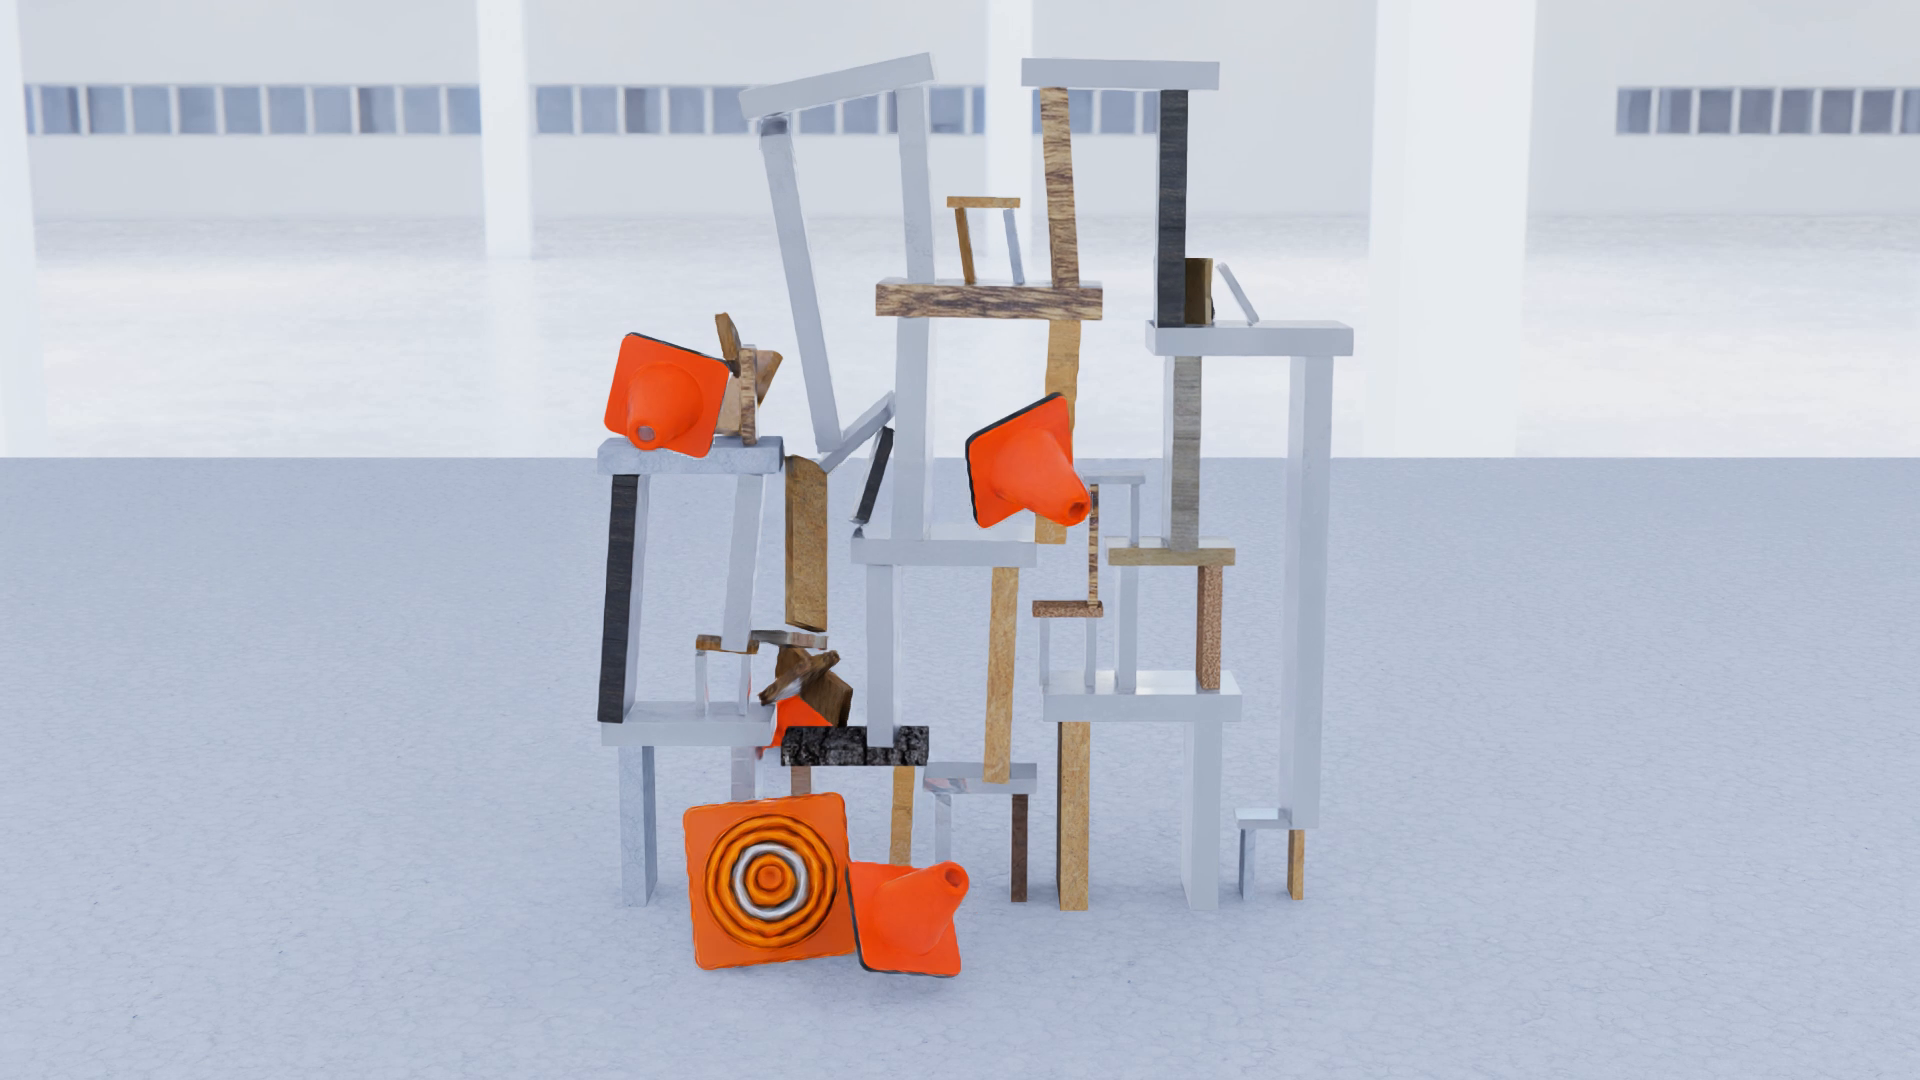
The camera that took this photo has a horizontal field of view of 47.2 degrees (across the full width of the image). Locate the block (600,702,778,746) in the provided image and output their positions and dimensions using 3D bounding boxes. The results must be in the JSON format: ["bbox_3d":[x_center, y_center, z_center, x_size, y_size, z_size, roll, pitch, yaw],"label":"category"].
[{"bbox_3d":[-0.443,0.301,3.618,0.274,0.039,0.137,0,11,0],"label":"block"}]

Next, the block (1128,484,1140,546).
[{"bbox_3d":[0.281,-0.045,3.552,0.014,0.099,0.050,-1,10,0],"label":"block"}]

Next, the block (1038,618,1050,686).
[{"bbox_3d":[0.137,0.176,3.596,0.016,0.113,0.057,0,11,0],"label":"block"}]

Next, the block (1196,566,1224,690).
[{"bbox_3d":[0.406,0.132,3.587,0.029,0.203,0.102,0,10,0],"label":"block"}]

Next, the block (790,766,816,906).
[{"bbox_3d":[-0.260,0.472,3.650,0.034,0.238,0.119,1,11,0],"label":"block"}]

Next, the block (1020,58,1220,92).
[{"bbox_3d":[0.246,-0.723,3.419,0.301,0.043,0.150,1,11,1],"label":"block"}]

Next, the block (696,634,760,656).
[{"bbox_3d":[-0.380,0.171,3.599,0.101,0.014,0.050,6,10,-3],"label":"block"}]

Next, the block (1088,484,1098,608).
[{"bbox_3d":[0.215,0.006,3.561,0.014,0.202,0.050,0,11,0],"label":"block"}]

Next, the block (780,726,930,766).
[{"bbox_3d":[-0.171,0.339,3.623,0.238,0.034,0.119,0,11,1],"label":"block"}]

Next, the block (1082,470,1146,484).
[{"bbox_3d":[0.247,-0.101,3.541,0.099,0.014,0.050,0,11,0],"label":"block"}]

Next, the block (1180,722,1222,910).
[{"bbox_3d":[0.399,0.434,3.637,0.045,0.319,0.159,0,10,0],"label":"block"}]

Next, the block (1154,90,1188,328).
[{"bbox_3d":[0.331,-0.522,3.461,0.043,0.363,0.150,1,11,3],"label":"block"}]

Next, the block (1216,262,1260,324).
[{"bbox_3d":[0.440,-0.391,3.487,0.015,0.104,0.052,-32,10,6],"label":"block"}]

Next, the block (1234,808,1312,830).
[{"bbox_3d":[0.518,0.461,3.643,0.122,0.017,0.061,0,10,0],"label":"block"}]

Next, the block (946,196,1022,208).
[{"bbox_3d":[0.038,-0.532,3.468,0.115,0.016,0.058,1,10,3],"label":"block"}]

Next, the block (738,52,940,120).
[{"bbox_3d":[-0.186,-0.707,3.429,0.299,0.042,0.149,-11,10,4],"label":"block"}]

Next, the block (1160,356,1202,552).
[{"bbox_3d":[0.355,-0.148,3.530,0.044,0.310,0.155,0,10,-1],"label":"block"}]

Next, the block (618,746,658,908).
[{"bbox_3d":[-0.534,0.455,3.647,0.039,0.274,0.137,0,11,0],"label":"block"}]

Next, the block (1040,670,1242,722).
[{"bbox_3d":[0.293,0.255,3.604,0.319,0.045,0.159,0,11,0],"label":"block"}]

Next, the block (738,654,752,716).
[{"bbox_3d":[-0.352,0.232,3.605,0.014,0.101,0.050,5,9,-1],"label":"block"}]

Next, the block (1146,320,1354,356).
[{"bbox_3d":[0.457,-0.322,3.498,0.310,0.044,0.155,0,10,-1],"label":"block"}]

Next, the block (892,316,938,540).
[{"bbox_3d":[-0.072,-0.189,3.535,0.050,0.352,0.176,3,11,4],"label":"block"}]

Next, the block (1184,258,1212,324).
[{"bbox_3d":[0.376,-0.395,3.491,0.015,0.103,0.052,-9,14,-40],"label":"block"}]

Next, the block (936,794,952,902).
[{"bbox_3d":[-0.027,0.497,3.657,0.026,0.186,0.093,0,11,0],"label":"block"}]

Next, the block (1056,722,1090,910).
[{"bbox_3d":[0.186,0.434,3.637,0.045,0.319,0.159,0,11,0],"label":"block"}]

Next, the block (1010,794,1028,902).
[{"bbox_3d":[0.098,0.497,3.657,0.026,0.186,0.093,0,11,0],"label":"block"}]

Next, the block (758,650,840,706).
[{"bbox_3d":[-0.266,0.227,3.628,0.072,0.021,0.145,-15,-17,-44],"label":"block"}]

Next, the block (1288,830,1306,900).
[{"bbox_3d":[0.559,0.530,3.657,0.017,0.122,0.061,0,10,0],"label":"block"}]

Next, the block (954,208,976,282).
[{"bbox_3d":[0.008,-0.468,3.481,0.016,0.115,0.058,-8,9,4],"label":"block"}]

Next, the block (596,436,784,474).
[{"bbox_3d":[-0.431,-0.137,3.541,0.287,0.041,0.144,-1,10,-2],"label":"block"}]

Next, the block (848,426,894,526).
[{"bbox_3d":[-0.142,-0.103,3.577,0.022,0.157,0.078,18,-7,-10],"label":"block"}]

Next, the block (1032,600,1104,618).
[{"bbox_3d":[0.175,0.112,3.584,0.113,0.016,0.057,0,11,0],"label":"block"}]

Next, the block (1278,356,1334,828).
[{"bbox_3d":[0.560,0.076,3.572,0.044,0.766,0.155,0,10,0],"label":"block"}]

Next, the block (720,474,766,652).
[{"bbox_3d":[-0.350,0.025,3.571,0.041,0.287,0.144,6,10,-4],"label":"block"}]

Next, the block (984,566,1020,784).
[{"bbox_3d":[0.068,0.205,3.597,0.042,0.356,0.148,3,11,2],"label":"block"}]

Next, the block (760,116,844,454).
[{"bbox_3d":[-0.253,-0.410,3.547,0.042,0.522,0.149,-9,22,0],"label":"block"}]

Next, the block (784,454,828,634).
[{"bbox_3d":[-0.255,0.006,3.628,0.022,0.289,0.078,-17,-25,37],"label":"block"}]

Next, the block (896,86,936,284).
[{"bbox_3d":[-0.068,-0.561,3.471,0.042,0.299,0.149,-3,10,1],"label":"block"}]

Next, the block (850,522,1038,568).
[{"bbox_3d":[-0.023,0.007,3.565,0.297,0.042,0.148,1,10,3],"label":"block"}]

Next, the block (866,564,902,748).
[{"bbox_3d":[-0.124,0.175,3.590,0.042,0.297,0.148,1,10,3],"label":"block"}]

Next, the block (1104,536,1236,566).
[{"bbox_3d":[0.338,0.018,3.565,0.203,0.029,0.102,0,10,0],"label":"block"}]

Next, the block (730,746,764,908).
[{"bbox_3d":[-0.351,0.455,3.647,0.039,0.274,0.137,0,11,0],"label":"block"}]

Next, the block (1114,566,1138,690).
[{"bbox_3d":[0.271,0.132,3.586,0.029,0.203,0.102,0,11,0],"label":"block"}]

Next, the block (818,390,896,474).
[{"bbox_3d":[-0.167,-0.179,3.638,0.157,0.022,0.078,-39,15,19],"label":"block"}]

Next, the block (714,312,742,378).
[{"bbox_3d":[-0.370,-0.314,3.559,0.022,0.077,0.153,-14,-6,-1],"label":"block"}]

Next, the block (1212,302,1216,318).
[{"bbox_3d":[0.380,-0.407,3.578,0.052,0.103,0.015,1,-26,-19],"label":"block"}]

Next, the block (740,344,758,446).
[{"bbox_3d":[-0.337,-0.233,3.523,0.022,0.153,0.077,-1,10,-2],"label":"block"}]

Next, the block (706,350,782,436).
[{"bbox_3d":[-0.356,-0.244,3.640,0.077,0.153,0.022,5,-26,42],"label":"block"}]

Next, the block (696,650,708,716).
[{"bbox_3d":[-0.423,0.233,3.604,0.014,0.101,0.050,0,11,0],"label":"block"}]

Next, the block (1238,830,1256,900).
[{"bbox_3d":[0.478,0.530,3.657,0.017,0.122,0.061,0,11,0],"label":"block"}]

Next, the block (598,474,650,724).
[{"bbox_3d":[-0.546,0.084,3.577,0.041,0.402,0.144,5,10,-1],"label":"block"}]

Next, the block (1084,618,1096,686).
[{"bbox_3d":[0.213,0.176,3.596,0.016,0.113,0.057,0,11,0],"label":"block"}]

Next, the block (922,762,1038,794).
[{"bbox_3d":[0.034,0.393,3.635,0.186,0.026,0.093,0,11,2],"label":"block"}]

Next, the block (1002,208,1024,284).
[{"bbox_3d":[0.085,-0.465,3.476,0.016,0.115,0.058,-8,9,5],"label":"block"}]

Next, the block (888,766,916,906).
[{"bbox_3d":[-0.096,0.472,3.650,0.034,0.238,0.119,3,11,-1],"label":"block"}]

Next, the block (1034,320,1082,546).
[{"bbox_3d":[0.157,-0.182,3.521,0.050,0.352,0.176,4,11,2],"label":"block"}]

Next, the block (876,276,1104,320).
[{"bbox_3d":[0.049,-0.384,3.490,0.352,0.050,0.176,1,11,3],"label":"block"}]

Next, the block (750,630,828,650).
[{"bbox_3d":[-0.283,0.164,3.627,0.072,0.021,0.145,10,-6,-30],"label":"block"}]

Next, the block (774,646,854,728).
[{"bbox_3d":[-0.247,0.241,3.708,0.021,0.072,0.186,-10,32,-39],"label":"block"}]

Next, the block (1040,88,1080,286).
[{"bbox_3d":[0.157,-0.555,3.452,0.043,0.301,0.150,-4,10,3],"label":"block"}]
